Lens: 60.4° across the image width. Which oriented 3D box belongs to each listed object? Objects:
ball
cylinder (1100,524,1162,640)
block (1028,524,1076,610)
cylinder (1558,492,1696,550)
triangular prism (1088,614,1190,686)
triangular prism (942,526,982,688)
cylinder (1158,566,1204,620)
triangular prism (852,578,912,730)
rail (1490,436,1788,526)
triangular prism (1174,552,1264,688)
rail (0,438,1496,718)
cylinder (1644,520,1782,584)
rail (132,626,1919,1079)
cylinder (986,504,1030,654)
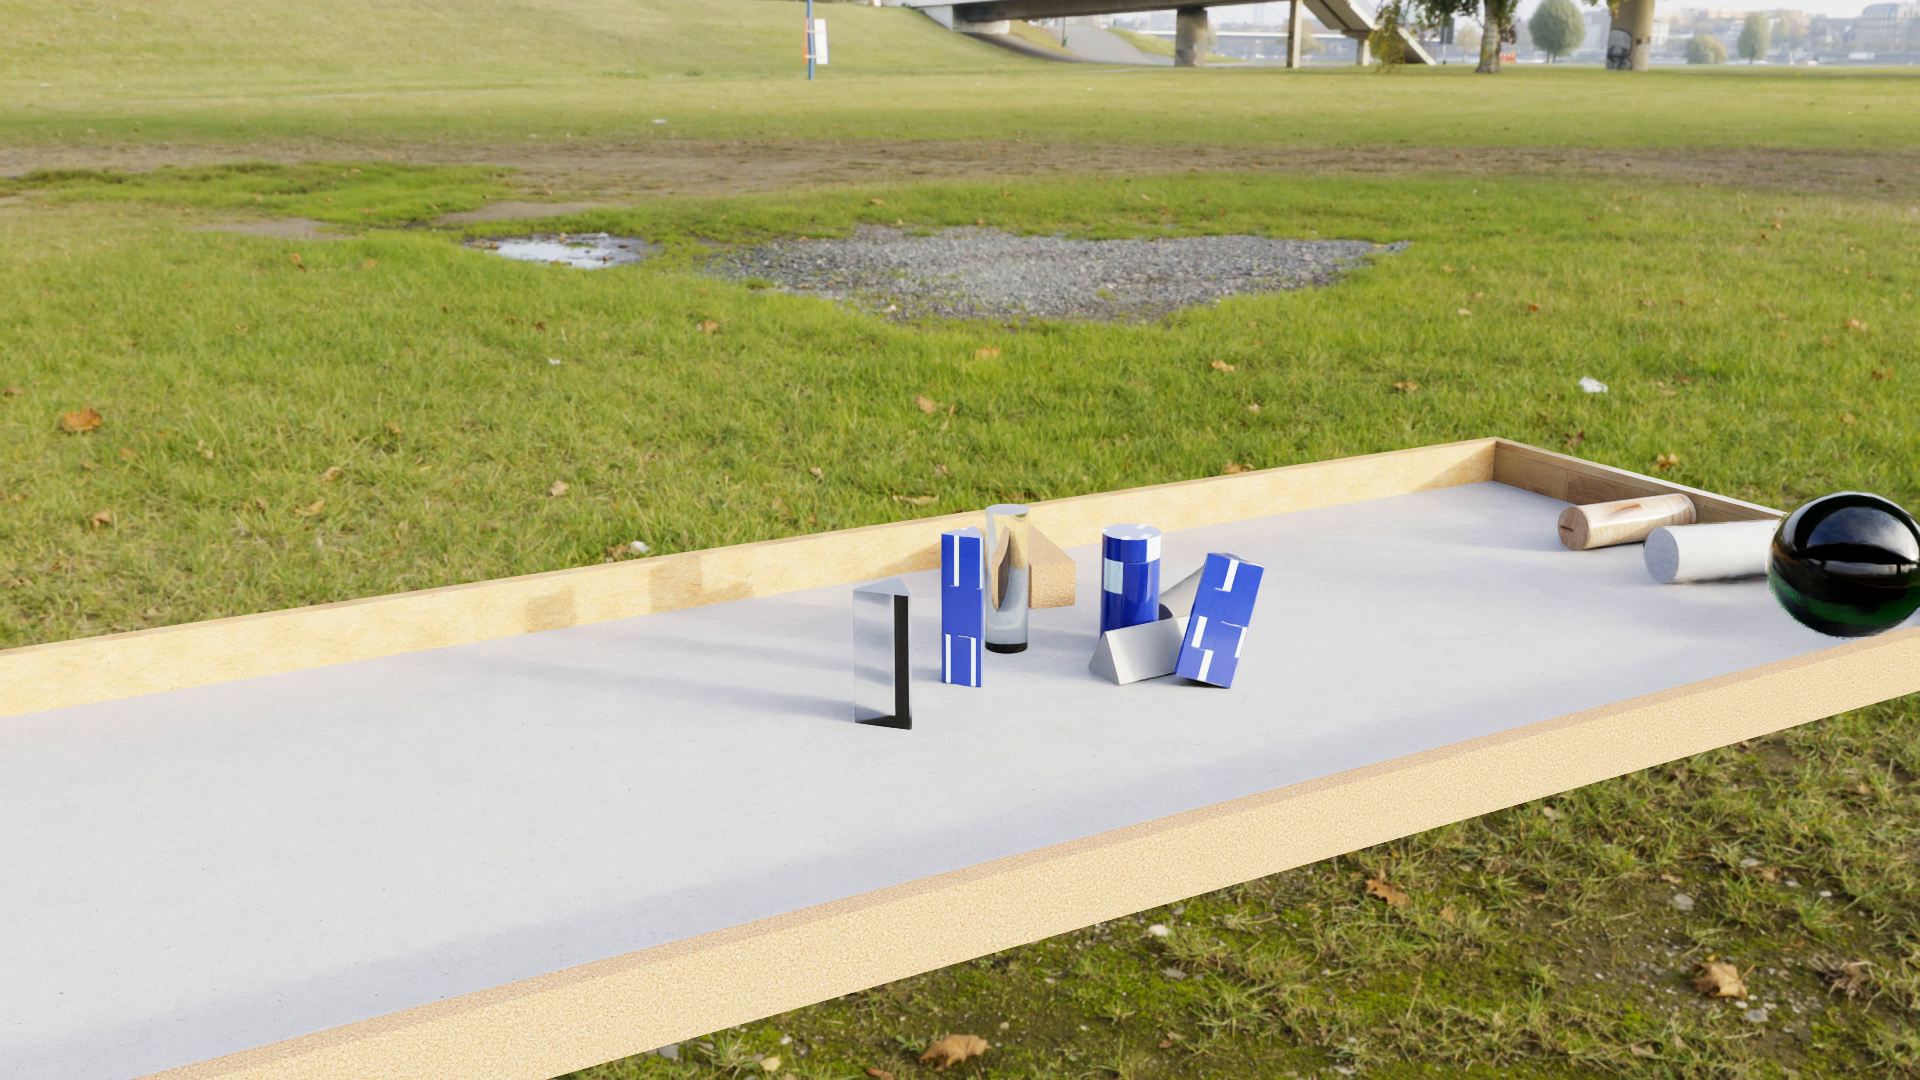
[{"bbox_3d":[2.388,0.065,4.430,0.397,0.397,0.397,0,16,0],"label":"ball"},{"bbox_3d":[0.447,0.132,4.333,0.155,0.322,0.155,0,16,0],"label":"cylinder"},{"bbox_3d":[0.209,0.071,4.884,0.130,0.130,0.437,-4,17,-14],"label":"block"},{"bbox_3d":[2.148,-0.060,5.312,0.442,0.140,0.140,-7,18,-22],"label":"cylinder"},{"bbox_3d":[0.504,0.265,4.227,0.324,0.120,0.139,-9,19,-28],"label":"triangular prism"},{"bbox_3d":[0.021,0.164,4.108,0.109,0.389,0.094,6,17,20],"label":"triangular prism"},{"bbox_3d":[0.635,0.165,4.612,0.102,0.102,0.424,9,19,29],"label":"cylinder"},{"bbox_3d":[-0.162,0.262,3.878,0.141,0.329,0.122,5,17,17],"label":"triangular prism"},{"bbox_3d":[2.466,-0.048,5.253,0.050,0.150,2.100,-9,18,-27],"label":"rail"},{"bbox_3d":[0.641,0.191,4.136,0.145,0.313,0.126,14,8,-2],"label":"triangular prism"},{"bbox_3d":[-3.305,0.497,3.399,12.000,0.150,0.050,-9,18,-27],"label":"rail"},{"bbox_3d":[2.282,0.035,4.940,0.405,0.166,0.166,-4,17,-12],"label":"cylinder"},{"bbox_3d":[-2.336,1.006,1.665,12.000,0.150,0.050,-9,18,-27],"label":"rail"},{"bbox_3d":[0.124,0.102,4.337,0.113,0.378,0.113,0,16,0],"label":"cylinder"}]
